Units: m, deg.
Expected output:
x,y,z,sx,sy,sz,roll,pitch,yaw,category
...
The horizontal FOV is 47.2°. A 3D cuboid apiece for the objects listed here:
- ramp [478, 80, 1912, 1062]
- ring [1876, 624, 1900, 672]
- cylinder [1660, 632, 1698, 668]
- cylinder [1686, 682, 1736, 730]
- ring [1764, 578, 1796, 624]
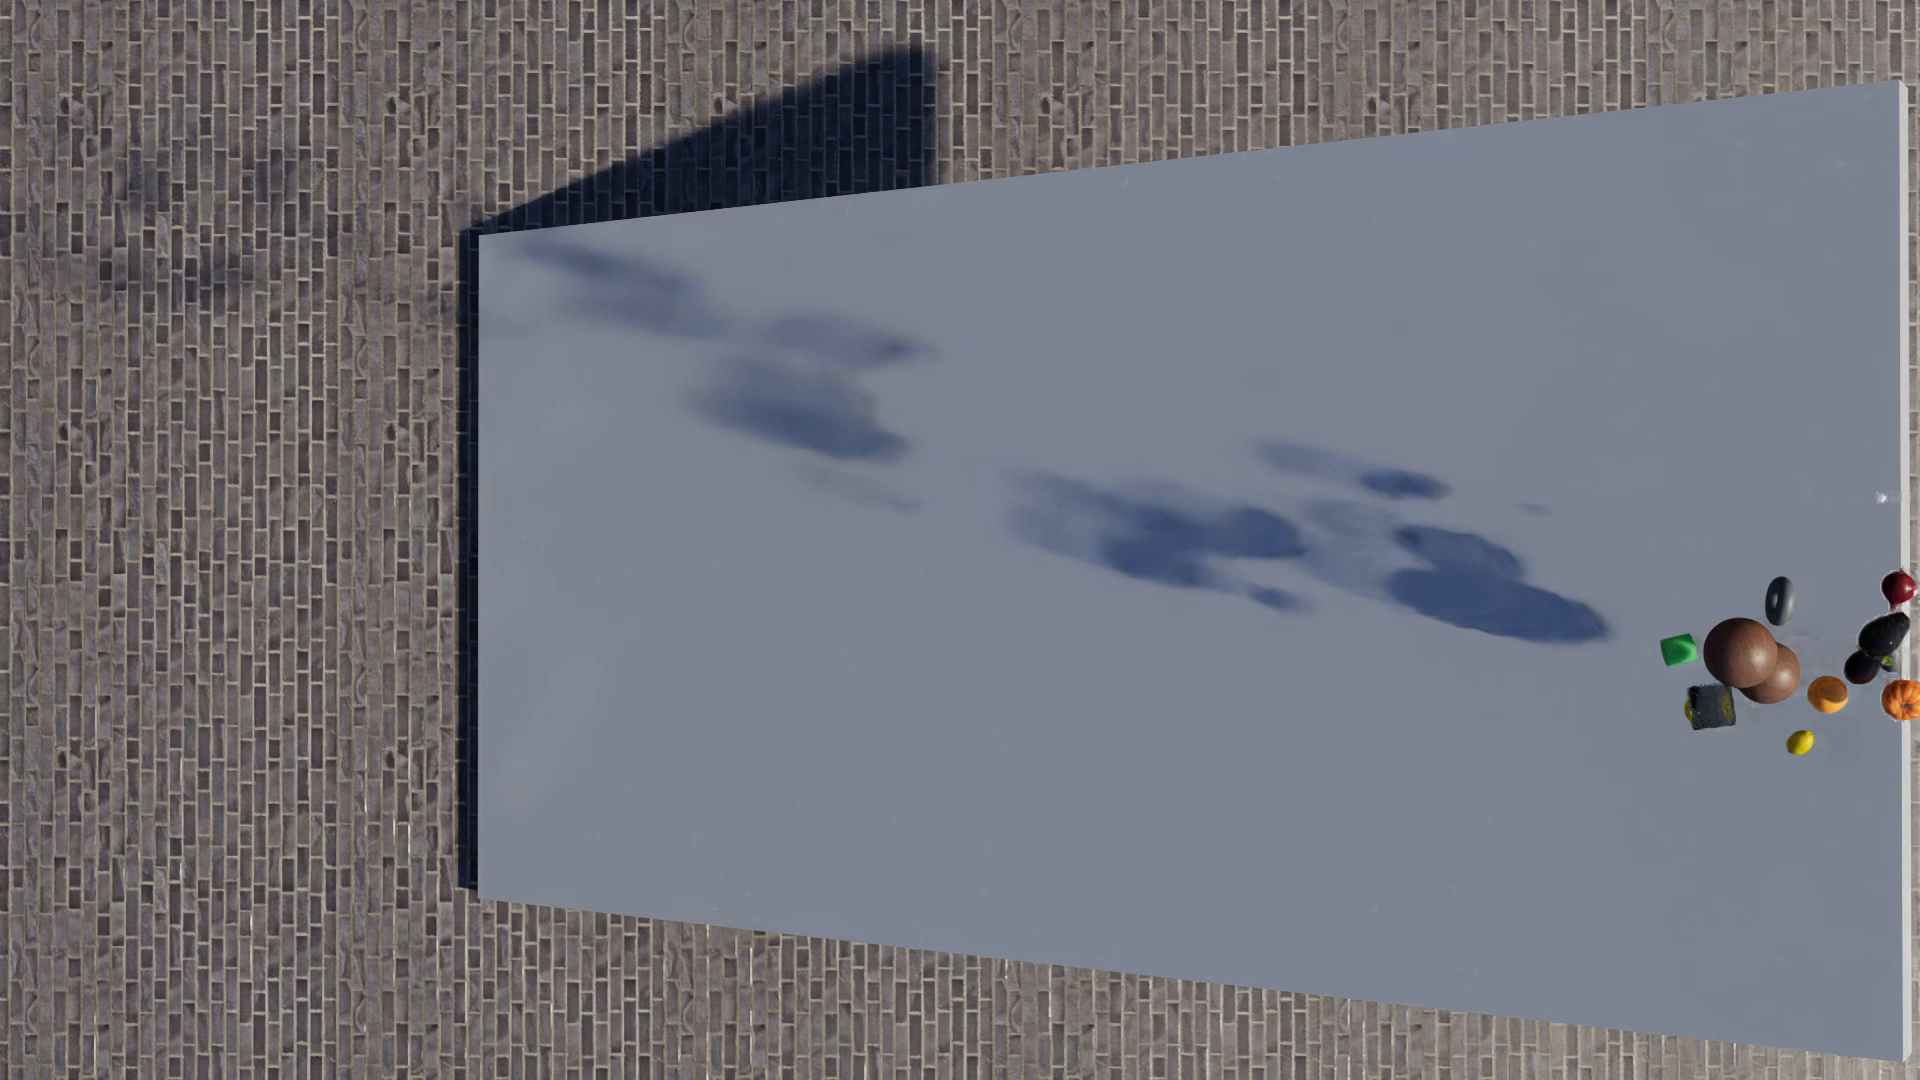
x,y,z,sx,sy,sz,roll,pitch,yaw,category
0.258,0.071,5.595,4.000,0.100,2.000,0,89,33,ramp
1.800,0.211,4.264,0.031,0.094,0.094,7,89,30,ring
1.455,0.223,4.452,0.057,0.057,0.057,-23,90,22,cylinder
1.480,0.327,4.330,0.083,0.083,0.083,-7,84,0,cylinder
1.482,0.111,3.975,0.030,0.091,0.091,24,89,28,ring
